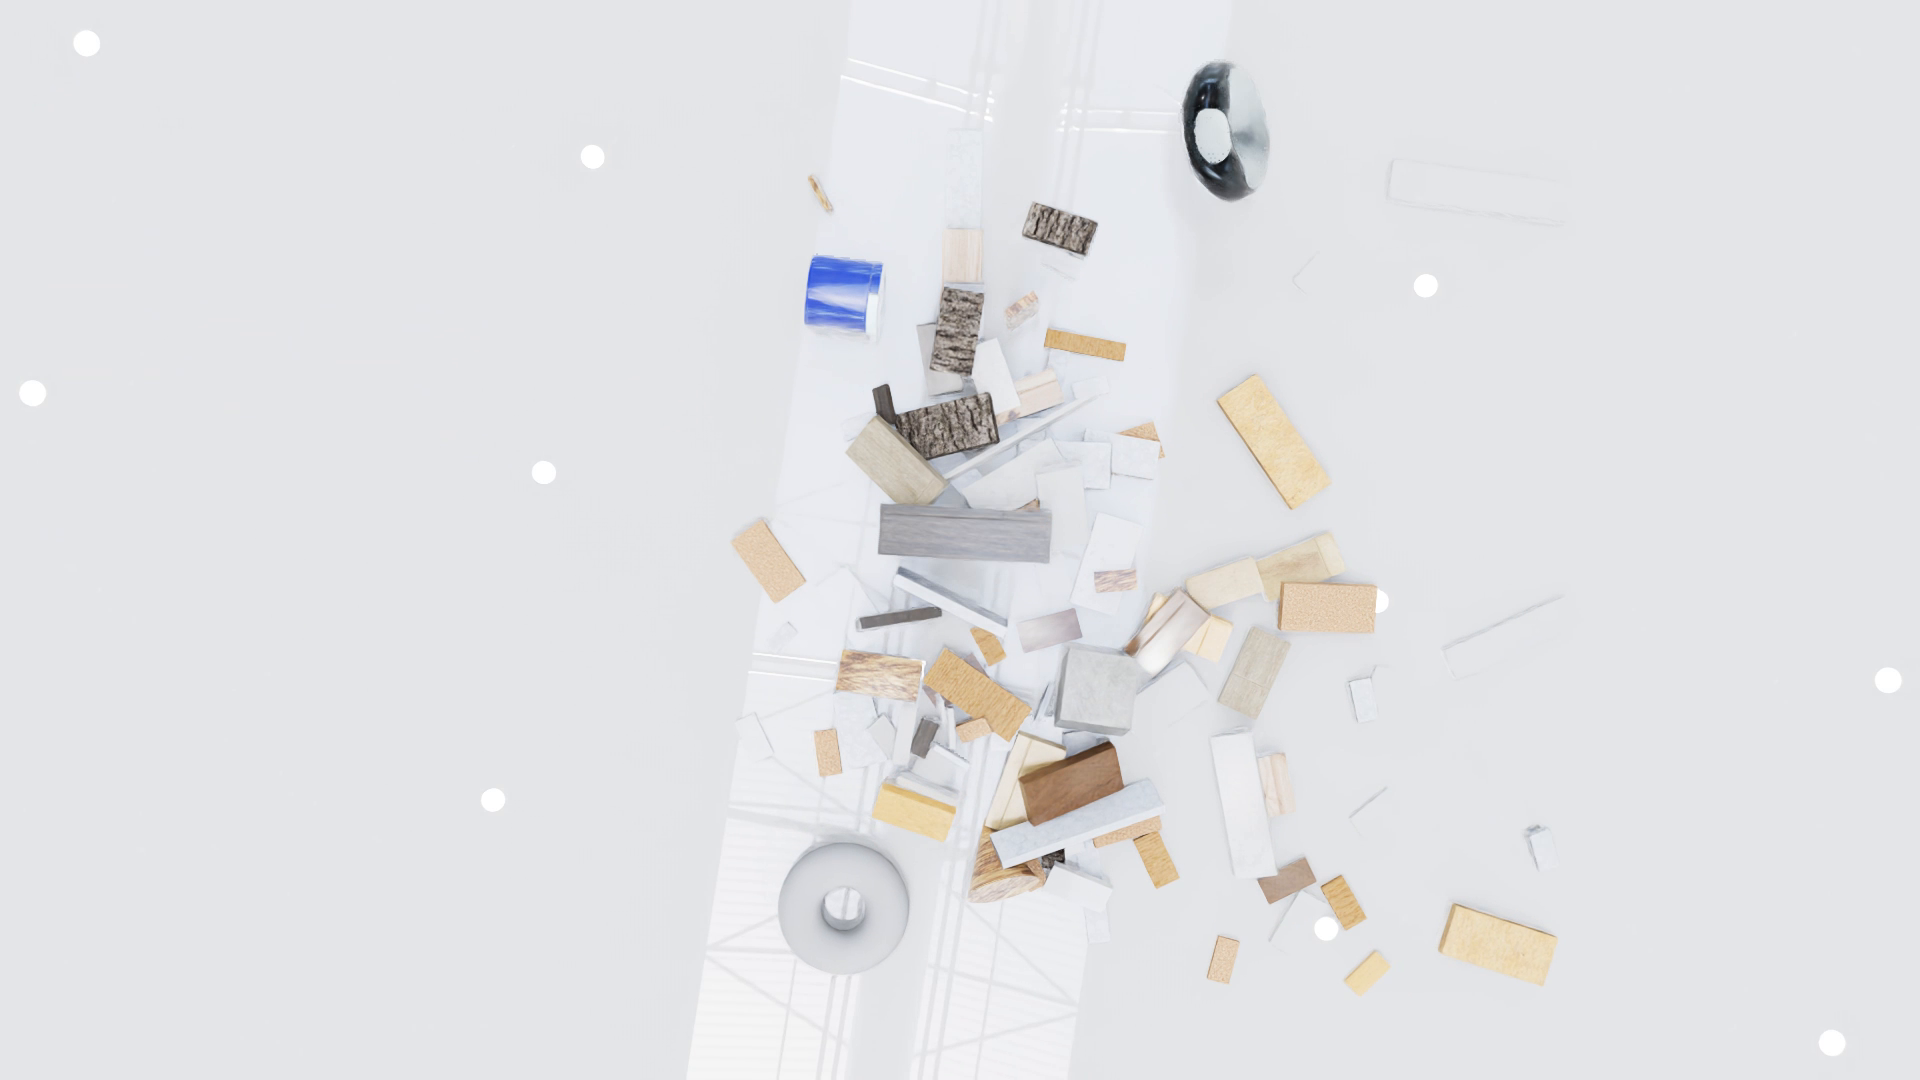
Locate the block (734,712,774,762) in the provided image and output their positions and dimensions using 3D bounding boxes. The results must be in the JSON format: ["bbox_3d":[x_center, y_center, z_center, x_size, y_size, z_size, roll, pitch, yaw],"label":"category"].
[{"bbox_3d":[-0.685,0.659,5.489,0.075,0.021,0.149,-26,90,0],"label":"block"}]

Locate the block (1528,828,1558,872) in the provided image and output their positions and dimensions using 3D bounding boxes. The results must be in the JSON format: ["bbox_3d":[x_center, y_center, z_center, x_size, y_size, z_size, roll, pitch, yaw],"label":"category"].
[{"bbox_3d":[1.937,1.030,5.476,0.069,0.020,0.138,-19,102,0],"label":"block"}]

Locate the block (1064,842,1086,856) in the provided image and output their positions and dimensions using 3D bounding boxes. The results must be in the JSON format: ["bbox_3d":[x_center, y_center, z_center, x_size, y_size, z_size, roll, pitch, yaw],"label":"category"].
[{"bbox_3d":[0.358,0.966,5.471,0.076,0.021,0.151,-17,88,4],"label":"block"}]

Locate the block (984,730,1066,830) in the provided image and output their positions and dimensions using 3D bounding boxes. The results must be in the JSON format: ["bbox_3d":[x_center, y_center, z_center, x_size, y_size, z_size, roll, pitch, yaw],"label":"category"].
[{"bbox_3d":[0.216,0.812,5.442,0.167,0.047,0.335,19,102,0],"label":"block"}]

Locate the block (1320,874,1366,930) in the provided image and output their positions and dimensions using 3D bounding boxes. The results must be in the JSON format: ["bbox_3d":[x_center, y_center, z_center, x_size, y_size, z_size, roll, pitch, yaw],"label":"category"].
[{"bbox_3d":[1.276,1.207,5.488,0.082,0.023,0.164,-30,90,0],"label":"block"}]

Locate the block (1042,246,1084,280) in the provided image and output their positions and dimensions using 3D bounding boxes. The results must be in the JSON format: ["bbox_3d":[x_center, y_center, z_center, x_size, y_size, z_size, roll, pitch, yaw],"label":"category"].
[{"bbox_3d":[0.345,-0.922,5.490,0.127,0.018,0.063,29,89,0],"label":"block"}]

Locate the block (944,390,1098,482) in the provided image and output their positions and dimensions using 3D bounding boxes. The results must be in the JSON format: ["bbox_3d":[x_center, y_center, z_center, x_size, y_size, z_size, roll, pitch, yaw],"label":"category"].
[{"bbox_3d":[0.165,-0.321,5.417,0.642,0.061,0.017,-29,81,6],"label":"block"}]

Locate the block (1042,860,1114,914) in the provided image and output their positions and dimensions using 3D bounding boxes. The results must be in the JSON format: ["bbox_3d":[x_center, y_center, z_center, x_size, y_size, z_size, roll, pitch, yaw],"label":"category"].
[{"bbox_3d":[0.389,1.145,5.443,0.210,0.030,0.105,22,115,0],"label":"block"}]

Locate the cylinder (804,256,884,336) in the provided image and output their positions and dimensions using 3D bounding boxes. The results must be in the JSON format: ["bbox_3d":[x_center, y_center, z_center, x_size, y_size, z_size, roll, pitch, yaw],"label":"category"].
[{"bbox_3d":[-0.376,-0.799,5.383,0.231,0.231,0.231,7,90,0],"label":"cylinder"}]

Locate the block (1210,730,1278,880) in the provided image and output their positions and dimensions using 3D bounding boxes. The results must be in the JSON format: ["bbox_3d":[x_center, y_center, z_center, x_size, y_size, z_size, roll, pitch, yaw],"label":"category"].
[{"bbox_3d":[0.941,0.877,5.456,0.137,0.039,0.477,-10,91,20],"label":"block"}]

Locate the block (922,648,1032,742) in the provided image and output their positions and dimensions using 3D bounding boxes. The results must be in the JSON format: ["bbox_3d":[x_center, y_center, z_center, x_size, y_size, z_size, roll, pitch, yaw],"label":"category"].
[{"bbox_3d":[0.057,0.512,5.442,0.348,0.038,0.134,35,88,4],"label":"block"}]

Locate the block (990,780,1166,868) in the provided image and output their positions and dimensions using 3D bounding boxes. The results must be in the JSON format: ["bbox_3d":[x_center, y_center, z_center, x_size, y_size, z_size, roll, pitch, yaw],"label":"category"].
[{"bbox_3d":[0.385,0.927,5.396,0.567,0.129,0.036,-18,127,-9],"label":"block"}]

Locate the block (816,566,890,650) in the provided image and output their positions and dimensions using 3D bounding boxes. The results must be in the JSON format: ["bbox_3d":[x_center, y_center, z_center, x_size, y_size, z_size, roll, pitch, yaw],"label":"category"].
[{"bbox_3d":[-0.357,0.227,5.482,0.127,0.036,0.254,-34,90,0],"label":"block"}]

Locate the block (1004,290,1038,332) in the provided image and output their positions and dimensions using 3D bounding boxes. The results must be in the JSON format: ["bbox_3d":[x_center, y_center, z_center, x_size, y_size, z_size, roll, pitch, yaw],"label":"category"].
[{"bbox_3d":[0.201,-0.746,5.386,0.113,0.227,0.032,-35,86,0],"label":"block"}]

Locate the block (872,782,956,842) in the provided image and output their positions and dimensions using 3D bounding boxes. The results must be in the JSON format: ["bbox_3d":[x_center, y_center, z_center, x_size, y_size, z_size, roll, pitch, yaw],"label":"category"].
[{"bbox_3d":[-0.152,0.901,5.452,0.257,0.036,0.129,19,120,0],"label":"block"}]

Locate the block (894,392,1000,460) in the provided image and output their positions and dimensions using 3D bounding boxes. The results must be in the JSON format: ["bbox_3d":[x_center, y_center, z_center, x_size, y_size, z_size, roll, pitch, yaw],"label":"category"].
[{"bbox_3d":[-0.045,-0.366,5.422,0.330,0.047,0.165,-13,83,16],"label":"block"}]

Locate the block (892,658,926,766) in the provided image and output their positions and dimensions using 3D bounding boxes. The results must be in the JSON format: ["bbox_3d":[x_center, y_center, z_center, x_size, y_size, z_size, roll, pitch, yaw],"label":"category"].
[{"bbox_3d":[-0.169,0.569,5.453,0.052,0.015,0.351,10,77,0],"label":"block"}]

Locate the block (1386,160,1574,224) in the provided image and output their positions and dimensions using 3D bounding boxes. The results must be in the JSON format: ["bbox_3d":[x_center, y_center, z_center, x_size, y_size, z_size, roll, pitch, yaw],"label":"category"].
[{"bbox_3d":[1.727,-1.157,5.482,0.601,0.036,0.126,8,90,0],"label":"block"}]

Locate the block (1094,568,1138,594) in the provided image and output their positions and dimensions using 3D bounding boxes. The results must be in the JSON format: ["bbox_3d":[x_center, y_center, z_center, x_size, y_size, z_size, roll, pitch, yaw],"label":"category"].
[{"bbox_3d":[0.514,0.135,5.446,0.139,0.020,0.069,-5,90,0],"label":"block"}]

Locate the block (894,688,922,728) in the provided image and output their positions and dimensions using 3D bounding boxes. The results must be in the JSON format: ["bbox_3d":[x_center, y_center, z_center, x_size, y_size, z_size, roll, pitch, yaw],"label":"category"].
[{"bbox_3d":[-0.173,0.555,5.491,0.067,0.019,0.146,11,90,0],"label":"block"}]

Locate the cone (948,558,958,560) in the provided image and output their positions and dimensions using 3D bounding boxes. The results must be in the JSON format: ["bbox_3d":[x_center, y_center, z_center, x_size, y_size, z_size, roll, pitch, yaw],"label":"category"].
[{"bbox_3d":[0.054,0.028,5.466,0.151,0.151,0.151,28,90,-27],"label":"cone"}]

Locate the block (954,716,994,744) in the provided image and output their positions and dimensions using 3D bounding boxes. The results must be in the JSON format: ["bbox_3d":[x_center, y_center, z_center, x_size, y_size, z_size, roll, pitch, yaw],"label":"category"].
[{"bbox_3d":[0.046,0.623,5.426,0.121,0.017,0.061,-23,103,29],"label":"block"}]

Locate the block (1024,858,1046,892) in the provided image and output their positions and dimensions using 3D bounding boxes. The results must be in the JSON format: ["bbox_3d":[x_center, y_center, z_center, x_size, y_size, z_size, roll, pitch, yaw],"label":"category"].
[{"bbox_3d":[0.230,1.088,5.489,0.076,0.021,0.151,-25,90,0],"label":"block"}]

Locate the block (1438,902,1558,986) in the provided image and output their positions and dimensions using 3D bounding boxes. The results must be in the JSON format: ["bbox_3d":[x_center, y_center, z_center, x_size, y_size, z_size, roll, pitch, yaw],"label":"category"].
[{"bbox_3d":[1.786,1.343,5.476,0.353,0.047,0.167,18,90,0],"label":"block"}]

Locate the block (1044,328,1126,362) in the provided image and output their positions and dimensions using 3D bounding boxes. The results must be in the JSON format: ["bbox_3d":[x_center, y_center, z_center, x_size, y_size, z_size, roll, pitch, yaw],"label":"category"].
[{"bbox_3d":[0.416,-0.647,5.477,0.270,0.017,0.059,10,90,-6],"label":"block"}]

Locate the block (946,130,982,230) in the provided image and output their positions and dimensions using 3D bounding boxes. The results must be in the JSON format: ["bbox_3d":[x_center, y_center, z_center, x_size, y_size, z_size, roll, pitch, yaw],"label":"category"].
[{"bbox_3d":[0.011,-1.089,5.484,0.113,0.032,0.536,1,90,0],"label":"block"}]

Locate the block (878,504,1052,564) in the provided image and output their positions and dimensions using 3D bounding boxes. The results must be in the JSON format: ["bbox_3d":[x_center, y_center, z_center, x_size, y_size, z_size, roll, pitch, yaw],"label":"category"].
[{"bbox_3d":[0.017,-0.020,5.342,0.555,0.047,0.165,3,90,3],"label":"block"}]

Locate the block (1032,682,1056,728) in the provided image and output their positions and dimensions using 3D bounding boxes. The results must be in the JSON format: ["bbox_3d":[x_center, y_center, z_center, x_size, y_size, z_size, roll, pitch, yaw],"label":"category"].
[{"bbox_3d":[0.275,0.543,5.432,0.020,0.069,0.139,24,56,1],"label":"block"}]

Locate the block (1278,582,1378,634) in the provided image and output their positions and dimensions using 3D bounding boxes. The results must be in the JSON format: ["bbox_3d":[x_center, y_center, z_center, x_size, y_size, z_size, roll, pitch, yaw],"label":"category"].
[{"bbox_3d":[1.216,0.223,5.454,0.314,0.044,0.157,2,99,-4],"label":"block"}]

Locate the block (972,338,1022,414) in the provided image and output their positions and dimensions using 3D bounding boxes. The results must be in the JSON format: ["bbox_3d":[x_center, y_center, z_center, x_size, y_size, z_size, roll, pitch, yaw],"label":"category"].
[{"bbox_3d":[0.106,-0.534,5.429,0.117,0.033,0.234,-20,94,7],"label":"block"}]

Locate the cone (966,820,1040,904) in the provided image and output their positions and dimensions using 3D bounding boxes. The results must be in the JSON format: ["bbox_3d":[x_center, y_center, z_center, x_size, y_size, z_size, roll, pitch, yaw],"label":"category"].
[{"bbox_3d":[0.111,1.037,5.445,0.246,0.246,0.246,-16,63,0],"label":"cone"}]

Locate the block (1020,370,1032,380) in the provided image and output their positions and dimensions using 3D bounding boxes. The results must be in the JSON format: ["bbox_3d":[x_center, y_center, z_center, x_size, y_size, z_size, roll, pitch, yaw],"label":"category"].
[{"bbox_3d":[0.213,-0.499,5.491,0.061,0.017,0.122,35,90,0],"label":"block"}]

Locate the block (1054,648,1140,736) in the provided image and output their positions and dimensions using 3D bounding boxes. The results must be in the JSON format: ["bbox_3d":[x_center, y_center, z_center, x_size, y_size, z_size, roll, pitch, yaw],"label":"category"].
[{"bbox_3d":[0.441,0.497,5.349,0.228,0.228,0.228,9,77,0],"label":"block"}]

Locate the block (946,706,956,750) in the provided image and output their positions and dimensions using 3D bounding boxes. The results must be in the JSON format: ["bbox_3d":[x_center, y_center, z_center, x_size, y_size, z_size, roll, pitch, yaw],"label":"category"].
[{"bbox_3d":[-0.029,0.619,5.433,0.019,0.067,0.134,-4,90,-5],"label":"block"}]

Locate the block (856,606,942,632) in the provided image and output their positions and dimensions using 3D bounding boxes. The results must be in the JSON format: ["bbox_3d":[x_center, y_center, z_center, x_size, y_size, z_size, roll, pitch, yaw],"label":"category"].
[{"bbox_3d":[-0.202,0.260,5.406,0.268,0.134,0.038,-8,84,-12],"label":"block"}]

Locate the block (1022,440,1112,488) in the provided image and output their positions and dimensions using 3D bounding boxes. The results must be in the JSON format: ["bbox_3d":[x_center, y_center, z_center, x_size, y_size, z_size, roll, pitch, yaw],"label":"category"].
[{"bbox_3d":[0.349,-0.249,5.416,0.295,0.042,0.148,3,91,11],"label":"block"}]

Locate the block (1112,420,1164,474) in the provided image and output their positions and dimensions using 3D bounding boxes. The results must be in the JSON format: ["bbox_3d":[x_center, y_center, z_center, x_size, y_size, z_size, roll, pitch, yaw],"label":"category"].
[{"bbox_3d":[0.541,-0.295,5.482,0.251,0.036,0.126,-19,90,0],"label":"block"}]

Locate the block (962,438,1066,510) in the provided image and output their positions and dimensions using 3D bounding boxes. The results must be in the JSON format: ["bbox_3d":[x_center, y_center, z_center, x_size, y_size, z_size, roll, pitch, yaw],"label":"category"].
[{"bbox_3d":[0.190,-0.185,5.405,0.341,0.042,0.148,-31,85,10],"label":"block"}]

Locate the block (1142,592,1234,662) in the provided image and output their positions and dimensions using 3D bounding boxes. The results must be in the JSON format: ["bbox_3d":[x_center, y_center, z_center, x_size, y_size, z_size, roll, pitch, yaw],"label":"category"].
[{"bbox_3d":[0.752,0.290,5.460,0.274,0.039,0.137,22,102,3],"label":"block"}]

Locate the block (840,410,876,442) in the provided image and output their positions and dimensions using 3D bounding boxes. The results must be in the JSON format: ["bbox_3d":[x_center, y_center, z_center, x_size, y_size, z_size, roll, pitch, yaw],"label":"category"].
[{"bbox_3d":[-0.332,-0.380,5.491,0.127,0.018,0.063,-21,90,0],"label":"block"}]

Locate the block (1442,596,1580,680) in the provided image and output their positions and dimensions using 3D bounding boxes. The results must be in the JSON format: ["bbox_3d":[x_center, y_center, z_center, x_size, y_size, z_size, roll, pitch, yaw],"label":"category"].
[{"bbox_3d":[1.831,0.324,5.485,0.446,0.030,0.105,-24,90,0],"label":"block"}]

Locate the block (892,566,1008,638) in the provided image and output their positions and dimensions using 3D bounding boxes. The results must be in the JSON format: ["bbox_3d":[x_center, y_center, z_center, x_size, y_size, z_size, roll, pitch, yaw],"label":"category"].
[{"bbox_3d":[-0.030,0.202,5.402,0.402,0.127,0.036,27,101,-2],"label":"block"}]

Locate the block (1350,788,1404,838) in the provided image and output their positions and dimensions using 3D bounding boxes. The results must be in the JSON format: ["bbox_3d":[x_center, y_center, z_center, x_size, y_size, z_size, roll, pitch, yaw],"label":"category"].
[{"bbox_3d":[1.385,0.907,5.488,0.164,0.023,0.082,-39,90,0],"label":"block"}]

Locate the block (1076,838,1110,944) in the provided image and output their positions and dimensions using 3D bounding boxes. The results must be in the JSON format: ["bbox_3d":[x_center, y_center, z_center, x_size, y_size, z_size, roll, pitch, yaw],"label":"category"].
[{"bbox_3d":[0.442,1.166,5.490,0.073,0.021,0.347,-8,90,0],"label":"block"}]

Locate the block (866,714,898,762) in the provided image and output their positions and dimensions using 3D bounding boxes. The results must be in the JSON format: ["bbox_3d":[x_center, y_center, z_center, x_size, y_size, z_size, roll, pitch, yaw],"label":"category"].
[{"bbox_3d":[-0.239,0.660,5.461,0.075,0.021,0.149,-42,102,-24],"label":"block"}]

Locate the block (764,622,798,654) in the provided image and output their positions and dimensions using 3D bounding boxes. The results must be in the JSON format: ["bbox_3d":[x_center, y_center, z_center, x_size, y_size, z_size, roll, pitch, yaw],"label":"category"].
[{"bbox_3d":[-0.595,0.326,5.493,0.104,0.015,0.052,-43,90,0],"label":"block"}]

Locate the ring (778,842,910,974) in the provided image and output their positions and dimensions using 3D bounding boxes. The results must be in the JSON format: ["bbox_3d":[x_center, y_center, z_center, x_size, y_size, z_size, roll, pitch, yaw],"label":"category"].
[{"bbox_3d":[-0.384,1.213,5.429,0.434,0.145,0.434,0,90,-1],"label":"ring"}]

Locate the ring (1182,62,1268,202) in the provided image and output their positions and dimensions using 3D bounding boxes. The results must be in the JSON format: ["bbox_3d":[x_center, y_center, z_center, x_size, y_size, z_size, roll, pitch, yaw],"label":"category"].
[{"bbox_3d":[0.857,-1.313,5.311,0.149,0.448,0.448,-4,90,36],"label":"ring"}]

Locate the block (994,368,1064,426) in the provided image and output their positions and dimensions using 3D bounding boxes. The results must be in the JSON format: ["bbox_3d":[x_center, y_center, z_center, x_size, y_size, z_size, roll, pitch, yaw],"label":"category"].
[{"bbox_3d":[0.194,-0.467,5.462,0.284,0.033,0.117,-20,94,7],"label":"block"}]

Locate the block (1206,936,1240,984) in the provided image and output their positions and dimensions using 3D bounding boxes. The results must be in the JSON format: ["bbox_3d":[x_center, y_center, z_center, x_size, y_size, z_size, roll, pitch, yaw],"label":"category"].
[{"bbox_3d":[0.877,1.398,5.490,0.073,0.021,0.146,15,90,0],"label":"block"}]

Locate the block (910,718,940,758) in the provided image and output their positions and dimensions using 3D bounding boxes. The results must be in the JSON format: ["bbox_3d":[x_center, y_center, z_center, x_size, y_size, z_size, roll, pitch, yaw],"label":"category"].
[{"bbox_3d":[-0.120,0.656,5.460,0.061,0.017,0.122,23,90,9],"label":"block"}]

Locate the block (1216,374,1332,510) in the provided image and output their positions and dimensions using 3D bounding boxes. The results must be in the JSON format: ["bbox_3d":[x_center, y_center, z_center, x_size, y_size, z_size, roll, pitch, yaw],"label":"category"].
[{"bbox_3d":[1.042,-0.326,5.478,0.157,0.044,0.440,-34,90,0],"label":"block"}]
